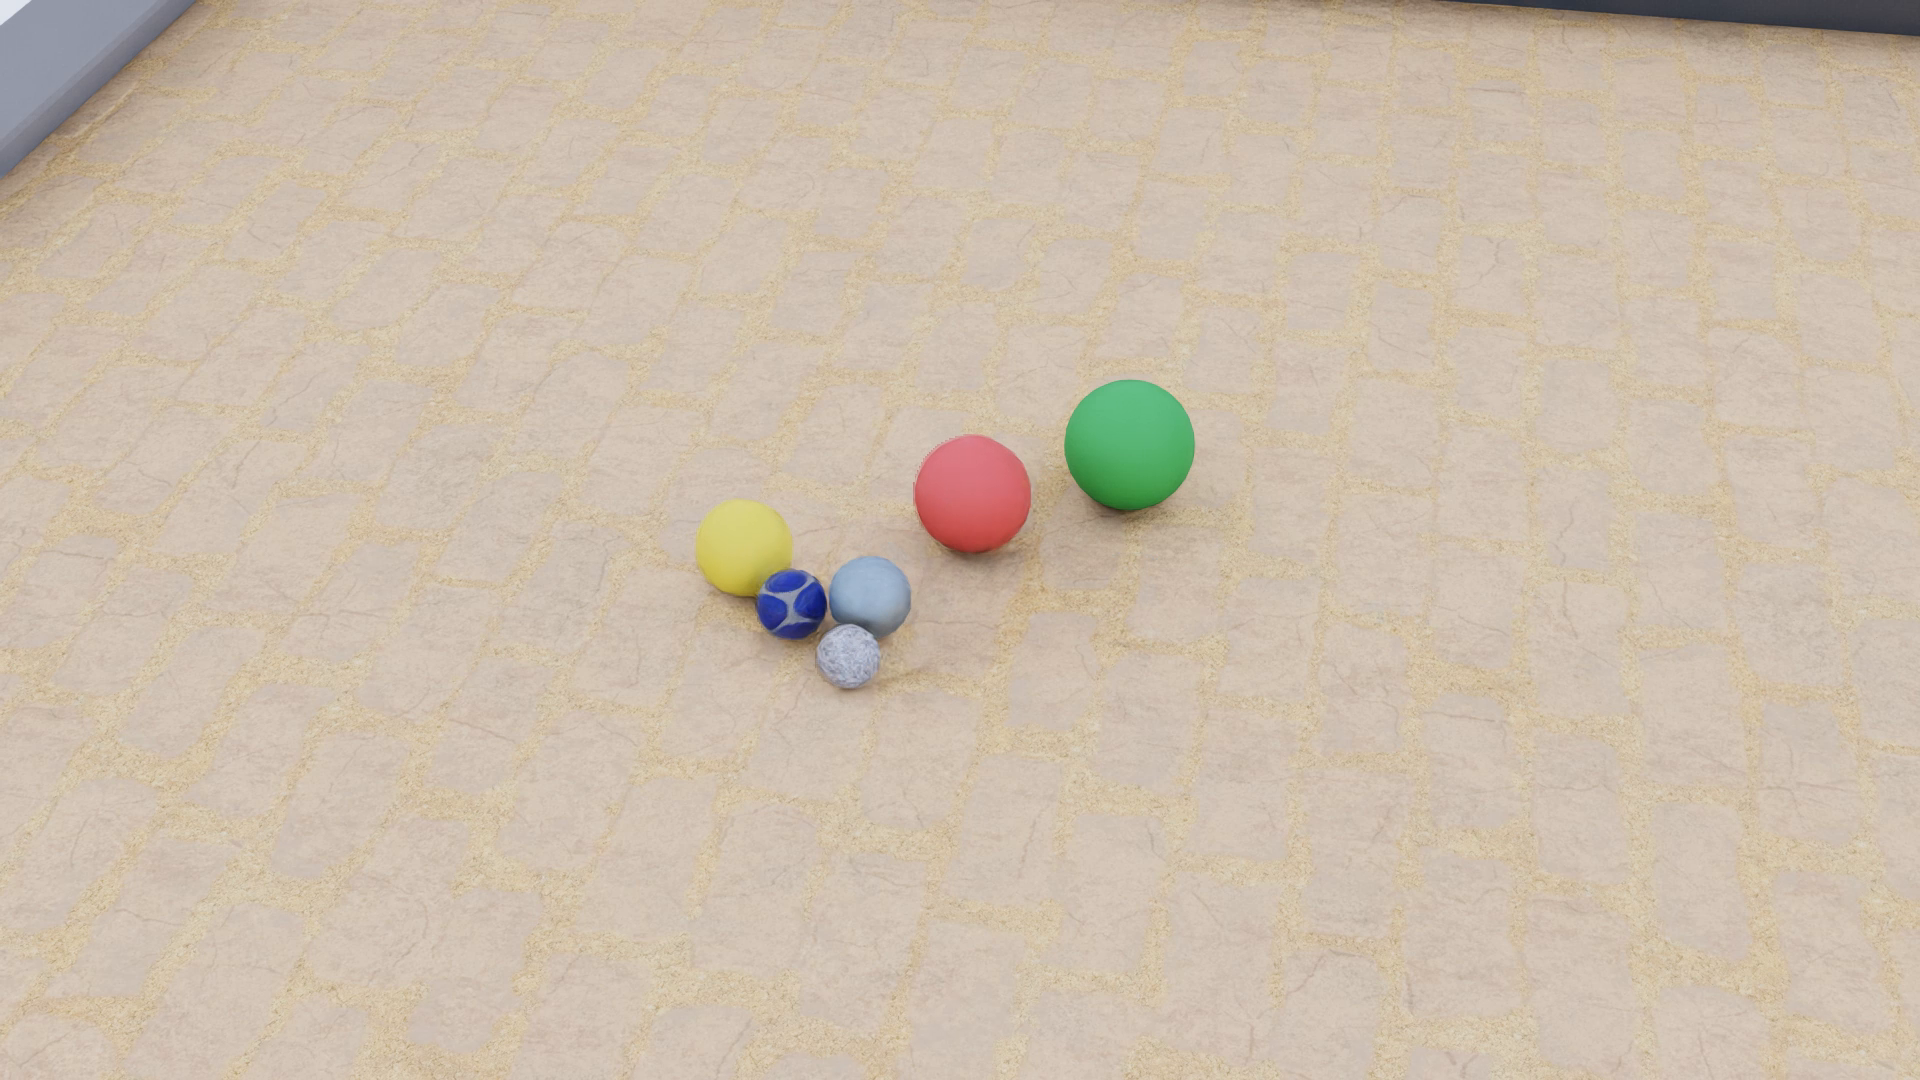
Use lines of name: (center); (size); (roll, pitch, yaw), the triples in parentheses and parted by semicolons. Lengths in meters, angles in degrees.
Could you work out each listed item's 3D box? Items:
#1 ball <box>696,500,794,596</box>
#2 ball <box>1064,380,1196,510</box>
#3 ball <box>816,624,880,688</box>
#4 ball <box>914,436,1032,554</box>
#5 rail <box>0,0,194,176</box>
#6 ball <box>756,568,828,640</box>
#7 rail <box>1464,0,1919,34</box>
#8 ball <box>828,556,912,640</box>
ball: (-0.152, 0.006, 1.821); (0.069, 0.069, 0.069); (0, 35, 0)
ball: (0.126, -0.071, 1.906); (0.097, 0.097, 0.097); (0, 35, 0)
ball: (-0.076, 0.079, 1.738); (0.043, 0.043, 0.043); (0, 35, 0)
ball: (0.010, -0.033, 1.862); (0.085, 0.085, 0.085); (0, 35, 0)
rail: (-0.950, -0.129, 1.962); (0.045, 0.126, 2.250); (6, 35, 9)
ball: (-0.117, 0.045, 1.783); (0.049, 0.049, 0.049); (0, 35, 0)
rail: (1.181, -0.536, 2.547); (3.965, 0.126, 0.045); (6, 35, 9)
ball: (-0.063, 0.040, 1.781); (0.058, 0.058, 0.058); (0, 35, 0)
